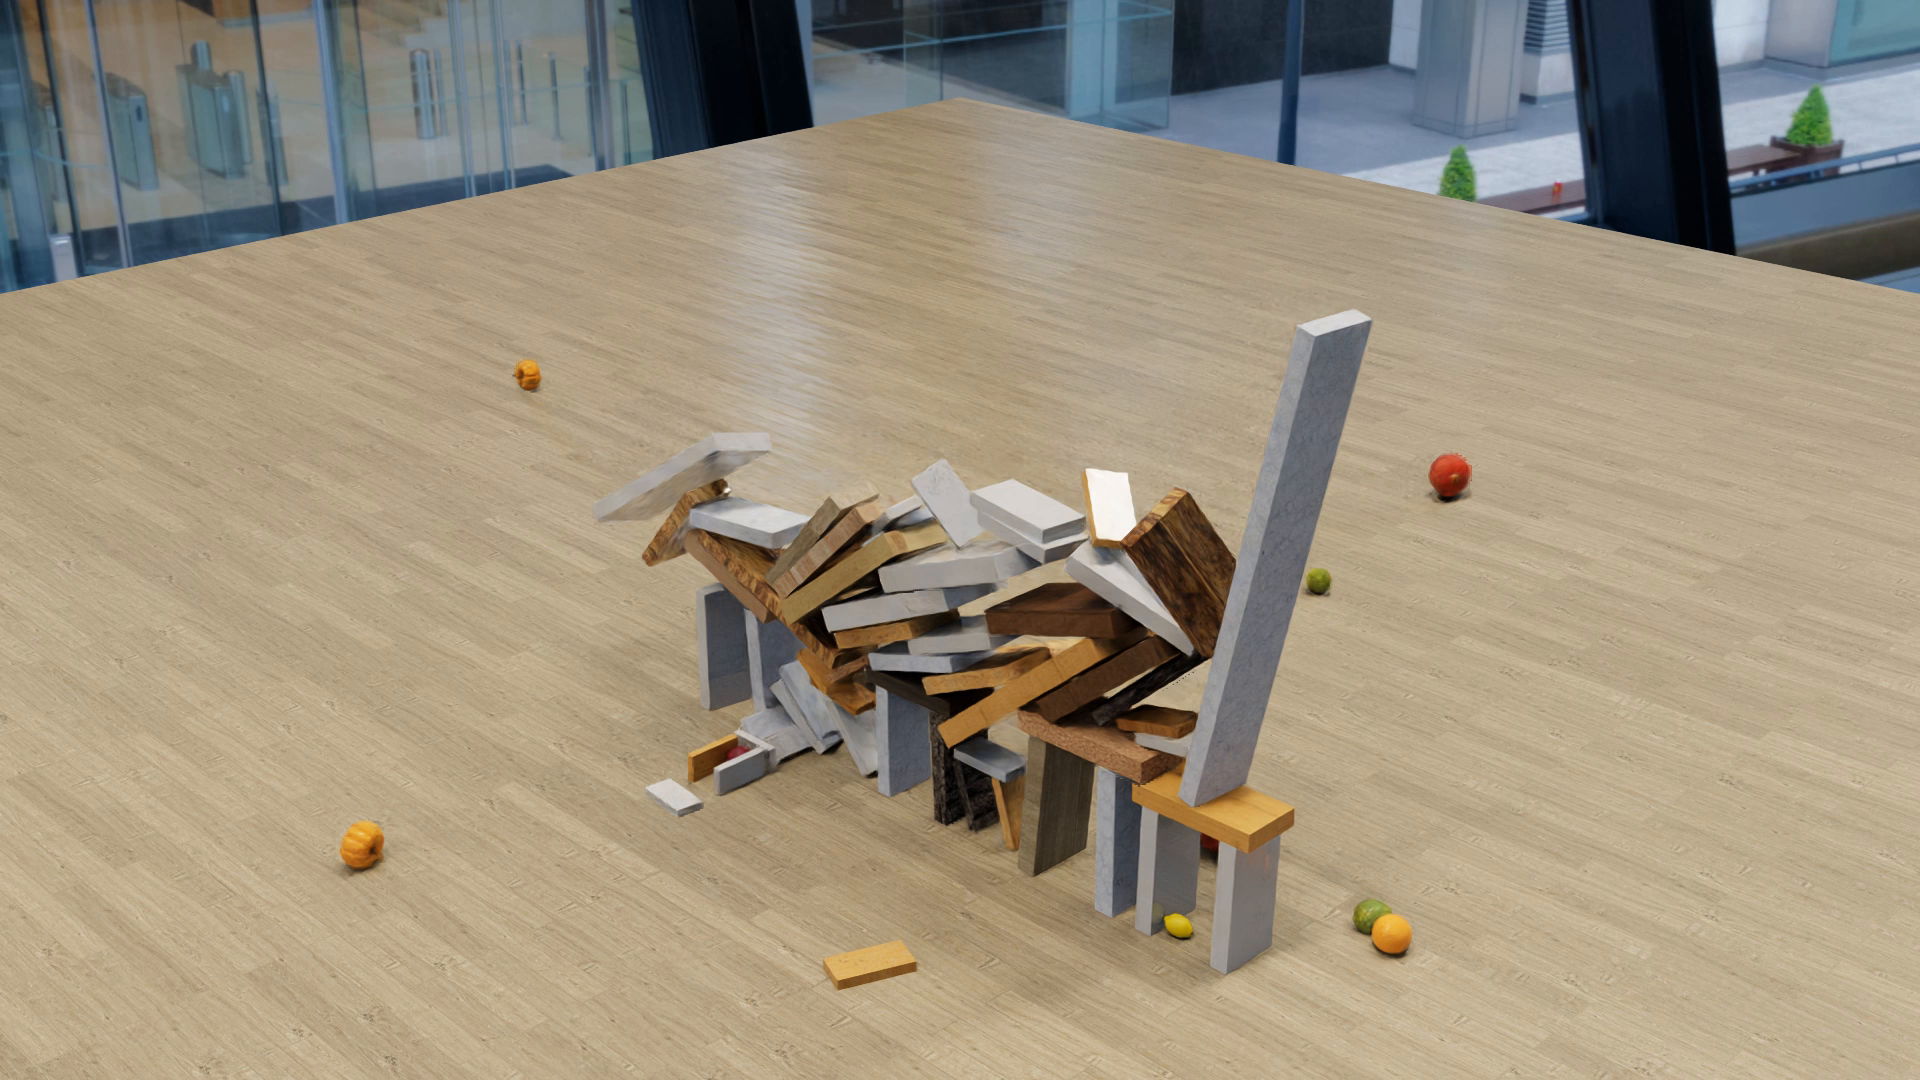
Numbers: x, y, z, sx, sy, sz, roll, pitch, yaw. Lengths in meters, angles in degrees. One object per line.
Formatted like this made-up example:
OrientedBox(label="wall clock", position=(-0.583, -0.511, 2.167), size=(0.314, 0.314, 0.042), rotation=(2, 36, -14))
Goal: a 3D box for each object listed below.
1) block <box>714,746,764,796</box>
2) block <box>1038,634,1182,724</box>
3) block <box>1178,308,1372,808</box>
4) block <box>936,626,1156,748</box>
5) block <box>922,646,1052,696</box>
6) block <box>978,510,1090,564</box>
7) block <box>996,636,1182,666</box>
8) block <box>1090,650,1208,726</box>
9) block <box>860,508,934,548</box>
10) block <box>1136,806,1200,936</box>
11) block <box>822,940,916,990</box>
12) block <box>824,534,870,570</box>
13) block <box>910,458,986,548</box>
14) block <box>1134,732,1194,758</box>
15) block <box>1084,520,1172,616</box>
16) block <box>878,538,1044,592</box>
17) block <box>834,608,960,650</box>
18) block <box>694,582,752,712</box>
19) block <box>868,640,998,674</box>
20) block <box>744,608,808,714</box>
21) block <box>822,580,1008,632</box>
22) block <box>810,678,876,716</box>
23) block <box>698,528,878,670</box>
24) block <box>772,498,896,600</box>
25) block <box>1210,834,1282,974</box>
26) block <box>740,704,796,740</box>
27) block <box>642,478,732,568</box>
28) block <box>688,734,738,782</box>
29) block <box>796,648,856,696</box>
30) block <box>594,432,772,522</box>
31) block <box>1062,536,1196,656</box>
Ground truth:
OrientedBox(label="block", position=(-0.457, 0.479, 4.553), size=(0.017, 0.061, 0.122), rotation=(27, 34, 37))
OrientedBox(label="block", position=(0.306, 0.228, 4.008), size=(0.168, 0.048, 0.336), rotation=(-25, -7, -44))
OrientedBox(label="block", position=(0.518, 0.053, 3.678), size=(0.137, 0.940, 0.039), rotation=(-18, 42, -37))
OrientedBox(label="block", position=(0.162, 0.265, 4.163), size=(0.168, 0.048, 0.512), rotation=(-22, -9, -40))
OrientedBox(label="block", position=(0.051, 0.253, 4.259), size=(0.123, 0.035, 0.246), rotation=(-22, 7, -40))
OrientedBox(label="block", position=(0.135, -0.018, 4.093), size=(0.104, 0.029, 0.208), rotation=(-15, 30, -32))
OrientedBox(label="block", position=(0.237, 0.273, 5.075), size=(0.550, 0.034, 0.118), rotation=(-6, 24, -13))
OrientedBox(label="block", position=(0.412, 0.216, 3.965), size=(0.420, 0.029, 0.104), rotation=(-36, -4, 36))
OrientedBox(label="block", position=(-0.120, -0.020, 4.398), size=(0.158, 0.022, 0.079), rotation=(-32, -9, 38))
OrientedBox(label="block", position=(0.385, 0.585, 4.044), size=(0.037, 0.263, 0.131), rotation=(22, 32, 40))
OrientedBox(label="block", position=(-0.162, 0.761, 3.940), size=(0.150, 0.021, 0.075), rotation=(-10, 25, -22))
OrientedBox(label="block", position=(-0.197, 0.019, 4.510), size=(0.158, 0.022, 0.079), rotation=(-37, -14, 11))
OrientedBox(label="block", position=(-0.018, -0.071, 4.239), size=(0.080, 0.160, 0.023), rotation=(-36, -2, -10))
OrientedBox(label="block", position=(0.393, 0.358, 3.951), size=(0.075, 0.021, 0.150), rotation=(-20, 18, -33))
OrientedBox(label="block", position=(0.350, 0.061, 3.880), size=(0.080, 0.023, 0.322), rotation=(-17, 52, -37))
OrientedBox(label="block", position=(0.019, 0.043, 4.213), size=(0.175, 0.049, 0.349), rotation=(-20, 8, -39))
OrientedBox(label="block", position=(-0.128, 0.170, 4.407), size=(0.126, 0.036, 0.253), rotation=(-24, 8, -38))
OrientedBox(label="block", position=(-0.508, 0.227, 4.864), size=(0.142, 0.283, 0.040), rotation=(-16, 28, -33))
OrientedBox(label="block", position=(-0.056, 0.225, 4.368), size=(0.123, 0.035, 0.246), rotation=(-22, 14, -40))
OrientedBox(label="block", position=(-0.386, 0.268, 4.761), size=(0.142, 0.283, 0.040), rotation=(-20, 24, -40))
OrientedBox(label="block", position=(-0.093, 0.114, 4.359), size=(0.349, 0.049, 0.175), rotation=(-12, 7, 45))
OrientedBox(label="block", position=(-0.242, 0.315, 4.604), size=(0.137, 0.019, 0.068), rotation=(33, 38, 31))
OrientedBox(label="block", position=(-0.365, 0.104, 4.647), size=(0.126, 0.036, 0.455), rotation=(-19, 50, -42))
OrientedBox(label="block", position=(-0.252, 0.019, 4.517), size=(0.039, 0.275, 0.138), rotation=(55, 30, 11))
OrientedBox(label="block", position=(0.511, 0.633, 3.930), size=(0.131, 0.263, 0.037), rotation=(-21, 32, -41))
OrientedBox(label="block", position=(-0.358, 0.388, 4.739), size=(0.244, 0.078, 0.022), rotation=(-17, 3, -37))
OrientedBox(label="block", position=(-0.599, -0.037, 4.818), size=(0.118, 0.237, 0.034), rotation=(-25, 71, -46))
OrientedBox(label="block", position=(-0.517, 0.456, 4.606), size=(0.017, 0.061, 0.122), rotation=(23, 32, 39))
OrientedBox(label="block", position=(-0.282, 0.274, 4.619), size=(0.068, 0.019, 0.137), rotation=(-9, 37, -29))
OrientedBox(label="block", position=(-0.619, -0.135, 4.853), size=(0.138, 0.039, 0.553), rotation=(-3, -14, -38))
OrientedBox(label="block", position=(0.333, 0.085, 3.892), size=(0.274, 0.039, 0.137), rotation=(34, 41, 16))
